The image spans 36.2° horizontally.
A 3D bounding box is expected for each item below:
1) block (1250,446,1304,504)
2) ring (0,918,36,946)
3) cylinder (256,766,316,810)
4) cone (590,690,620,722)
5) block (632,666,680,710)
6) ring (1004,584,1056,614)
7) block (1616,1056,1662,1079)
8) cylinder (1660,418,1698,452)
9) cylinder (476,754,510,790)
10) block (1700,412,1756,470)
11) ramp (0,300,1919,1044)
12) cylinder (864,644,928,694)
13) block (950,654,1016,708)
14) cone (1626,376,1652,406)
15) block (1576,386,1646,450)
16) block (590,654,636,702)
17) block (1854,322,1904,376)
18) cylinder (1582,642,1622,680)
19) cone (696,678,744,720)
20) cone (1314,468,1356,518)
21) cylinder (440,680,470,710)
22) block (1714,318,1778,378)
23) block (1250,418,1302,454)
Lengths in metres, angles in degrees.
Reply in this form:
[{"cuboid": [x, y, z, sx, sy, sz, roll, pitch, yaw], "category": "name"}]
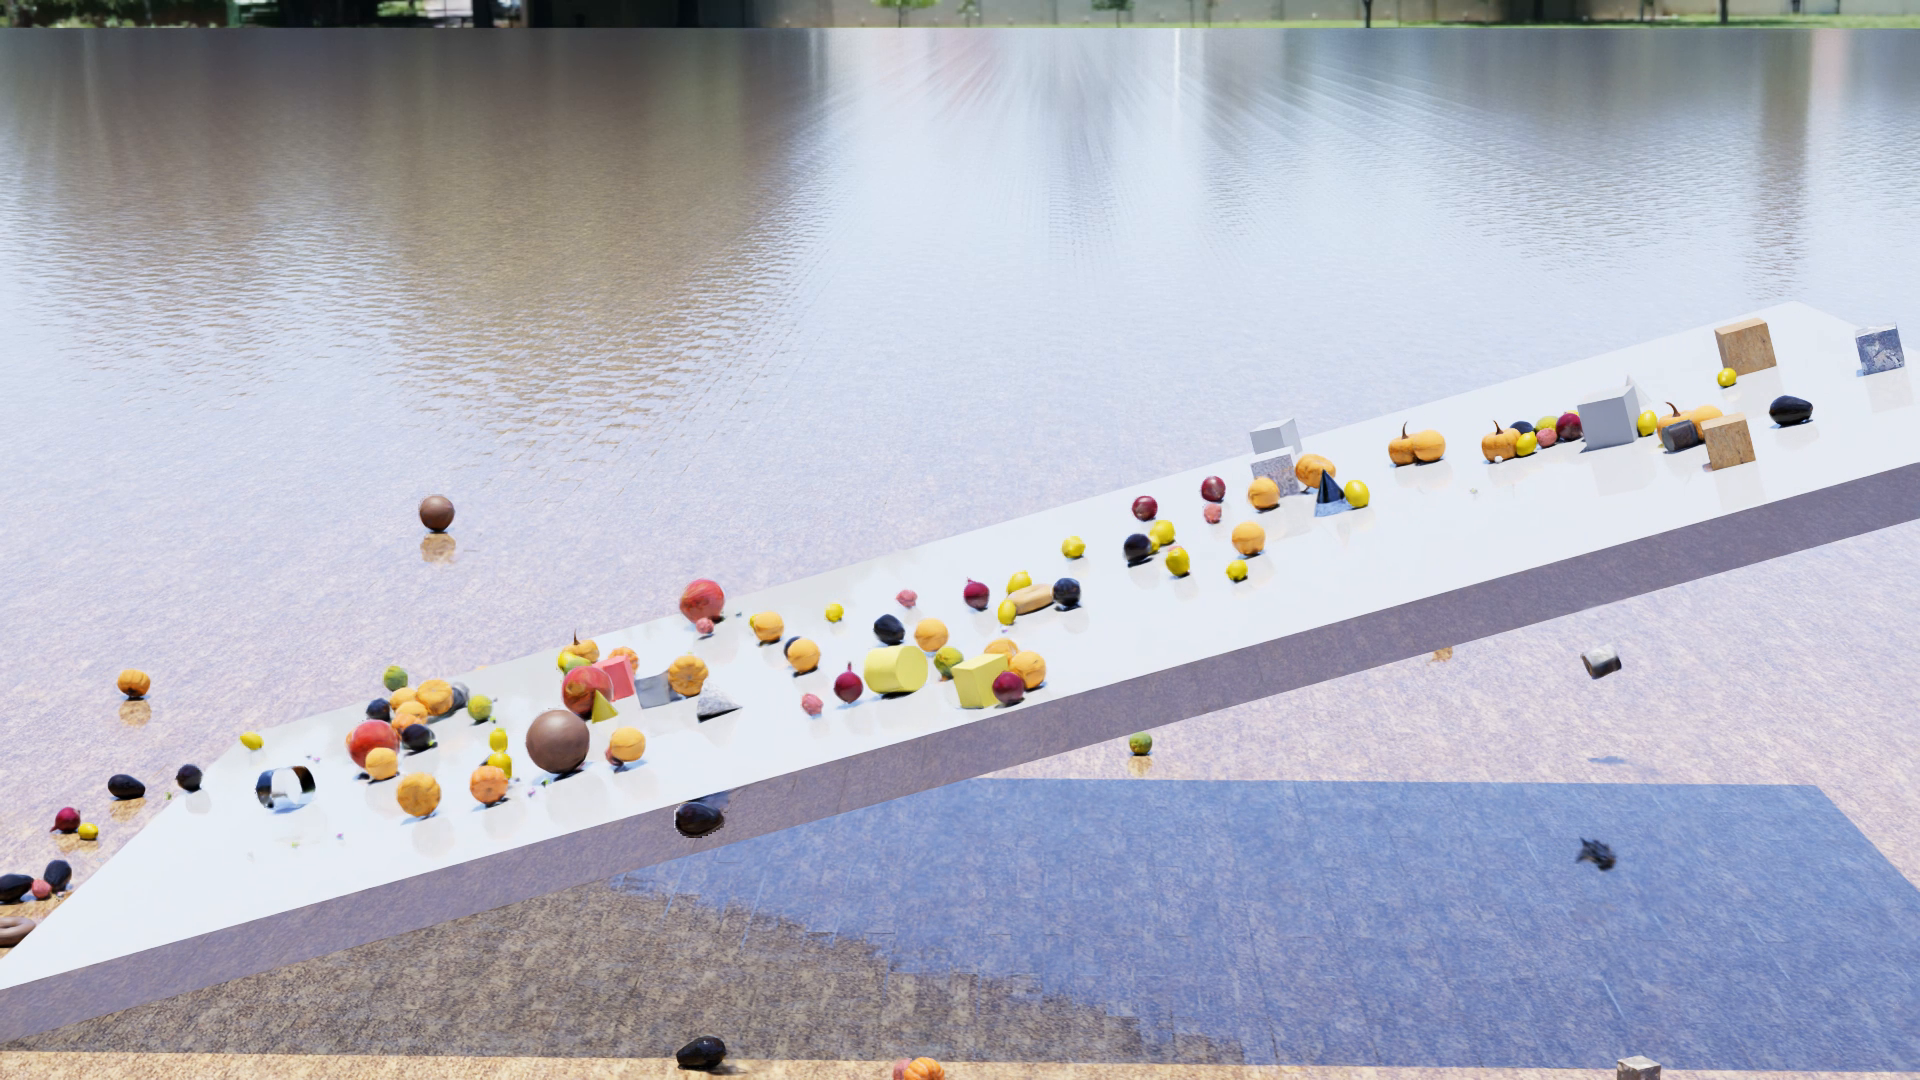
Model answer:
[{"cuboid": [0.711, -0.148, 6.600, 0.093, 0.093, 0.093, -14, 10, 13], "category": "block"}, {"cuboid": [-1.989, 0.819, 6.148, 0.113, 0.038, 0.113, -1, 11, 0], "category": "ring"}, {"cuboid": [-1.460, 0.537, 6.370, 0.088, 0.088, 0.088, -10, 4, 33], "category": "cylinder"}, {"cuboid": [-0.774, 0.352, 6.339, 0.066, 0.066, 0.066, -16, 10, 3], "category": "cone"}, {"cuboid": [-0.653, 0.317, 6.329, 0.066, 0.066, 0.066, -13, 10, 21], "category": "block"}, {"cuboid": [0.148, 0.123, 6.174, 0.117, 0.039, 0.117, -17, 9, 3], "category": "ring"}, {"cuboid": [1.223, 0.968, 5.303, 0.054, 0.054, 0.054, -6, 12, -28], "category": "block"}, {"cuboid": [1.433, -0.208, 5.856, 0.053, 0.053, 0.053, -23, 16, -11], "category": "cylinder"}, {"cuboid": [-0.948, 0.470, 5.977, 0.059, 0.059, 0.059, 1, 11, 4], "category": "cylinder"}, {"cuboid": [1.465, -0.189, 5.611, 0.082, 0.082, 0.082, -14, 10, 13], "category": "block"}, {"cuboid": [0.089, 0.188, 6.322, 4.000, 0.100, 2.000, -16, 10, 5], "category": "ramp"}, {"cuboid": [-0.126, 0.253, 5.746, 0.090, 0.090, 0.090, -7, 3, 43], "category": "cylinder"}, {"cuboid": [0.044, 0.261, 5.455, 0.077, 0.077, 0.077, -22, 11, -30], "category": "block"}, {"cuboid": [1.468, -0.329, 6.425, 0.072, 0.072, 0.072, -16, 10, 3], "category": "cone"}, {"cuboid": [1.353, -0.254, 6.110, 0.100, 0.100, 0.100, -11, 11, 29], "category": "block"}, {"cuboid": [-0.769, 0.309, 6.529, 0.080, 0.080, 0.080, -16, 10, 2], "category": "block"}, {"cuboid": [1.894, -0.395, 6.057, 0.082, 0.082, 0.082, -13, 10, 20], "category": "block"}, {"cuboid": [1.645, 0.312, 7.539, 0.073, 0.073, 0.073, -25, 13, -2], "category": "cylinder"}, {"cuboid": [-0.486, 0.334, 6.035, 0.088, 0.088, 0.088, 12, 12, 6], "category": "cone"}, {"cuboid": [0.784, -0.108, 6.251, 0.095, 0.095, 0.095, -16, 10, 3], "category": "cone"}, {"cuboid": [-1.194, 0.369, 6.963, 0.055, 0.055, 0.055, 3, 21, 13], "category": "cylinder"}, {"cuboid": [1.722, -0.423, 6.450, 0.099, 0.099, 0.099, -15, 10, 7], "category": "block"}, {"cuboid": [0.758, -0.236, 7.051, 0.083, 0.083, 0.083, -10, 12, 35], "category": "block"}]
